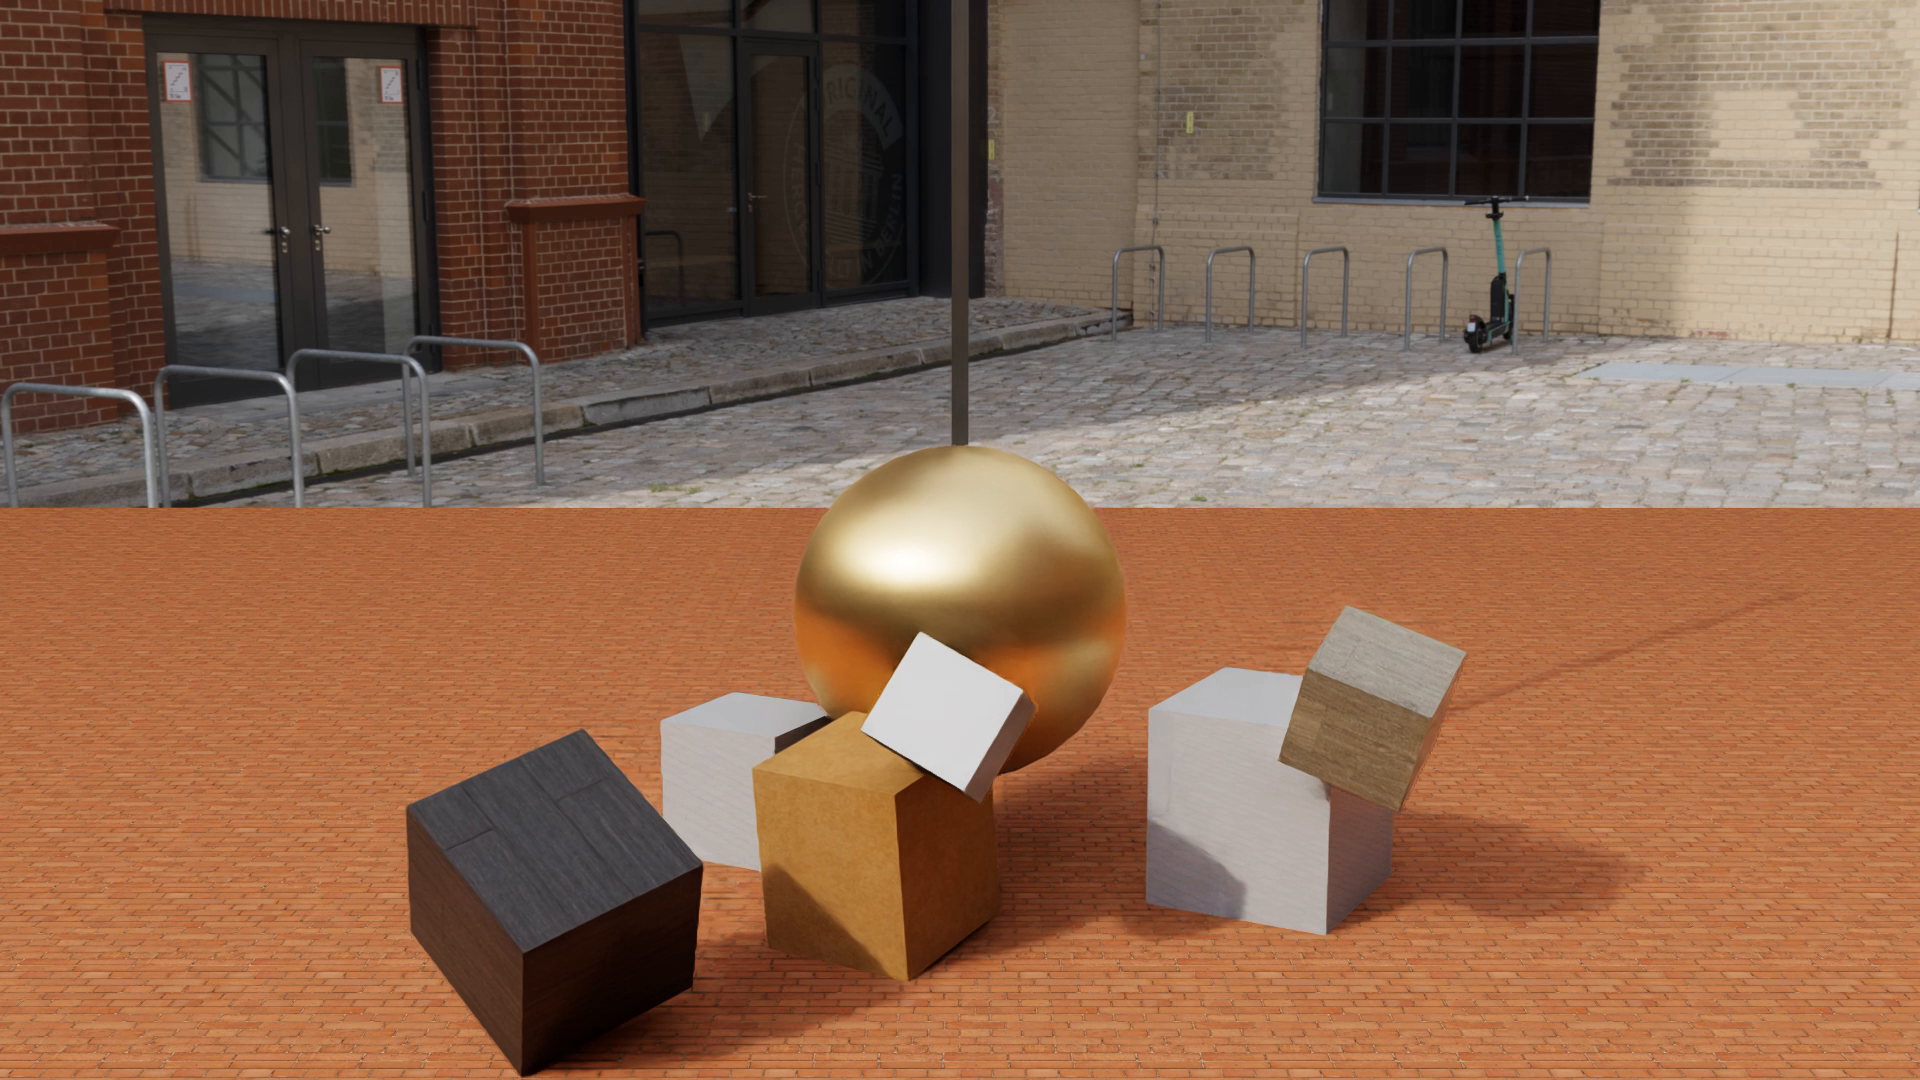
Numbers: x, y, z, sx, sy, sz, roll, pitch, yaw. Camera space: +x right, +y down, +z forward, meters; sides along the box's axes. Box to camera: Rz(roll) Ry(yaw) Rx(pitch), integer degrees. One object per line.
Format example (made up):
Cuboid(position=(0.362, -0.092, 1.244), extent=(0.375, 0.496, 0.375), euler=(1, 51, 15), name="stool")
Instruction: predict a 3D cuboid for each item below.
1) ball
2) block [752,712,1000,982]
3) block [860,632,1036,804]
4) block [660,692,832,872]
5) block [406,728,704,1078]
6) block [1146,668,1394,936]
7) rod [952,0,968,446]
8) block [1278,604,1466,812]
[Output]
Cuboid(position=(0.000, 0.346, 10.528), extent=(1.600, 1.600, 1.600), euler=(0, 10, 0), name="ball")
Cuboid(position=(-0.357, 1.325, 9.674), extent=(0.737, 0.852, 0.757), euler=(6, 19, 32), name="block")
Cuboid(position=(-0.040, 0.737, 9.088), extent=(0.497, 0.470, 0.427), euler=(29, -7, 15), name="block")
Cuboid(position=(-1.031, 1.204, 11.033), extent=(0.667, 0.684, 0.646), euler=(5, 12, 28), name="block")
Cuboid(position=(-1.582, 1.395, 8.551), extent=(0.779, 0.738, 0.844), euler=(-23, 50, -34), name="block")
Cuboid(position=(1.476, 1.199, 10.360), extent=(0.879, 0.935, 0.932), euler=(6, 12, 28), name="block")
Cuboid(position=(0.000, -3.048, 10.316), extent=(0.080, 5.200, 0.080), euler=(0, 4, 0), name="rod")
Cuboid(position=(1.768, 0.714, 9.441), extent=(0.549, 0.507, 0.569), euler=(22, 35, 17), name="block")
